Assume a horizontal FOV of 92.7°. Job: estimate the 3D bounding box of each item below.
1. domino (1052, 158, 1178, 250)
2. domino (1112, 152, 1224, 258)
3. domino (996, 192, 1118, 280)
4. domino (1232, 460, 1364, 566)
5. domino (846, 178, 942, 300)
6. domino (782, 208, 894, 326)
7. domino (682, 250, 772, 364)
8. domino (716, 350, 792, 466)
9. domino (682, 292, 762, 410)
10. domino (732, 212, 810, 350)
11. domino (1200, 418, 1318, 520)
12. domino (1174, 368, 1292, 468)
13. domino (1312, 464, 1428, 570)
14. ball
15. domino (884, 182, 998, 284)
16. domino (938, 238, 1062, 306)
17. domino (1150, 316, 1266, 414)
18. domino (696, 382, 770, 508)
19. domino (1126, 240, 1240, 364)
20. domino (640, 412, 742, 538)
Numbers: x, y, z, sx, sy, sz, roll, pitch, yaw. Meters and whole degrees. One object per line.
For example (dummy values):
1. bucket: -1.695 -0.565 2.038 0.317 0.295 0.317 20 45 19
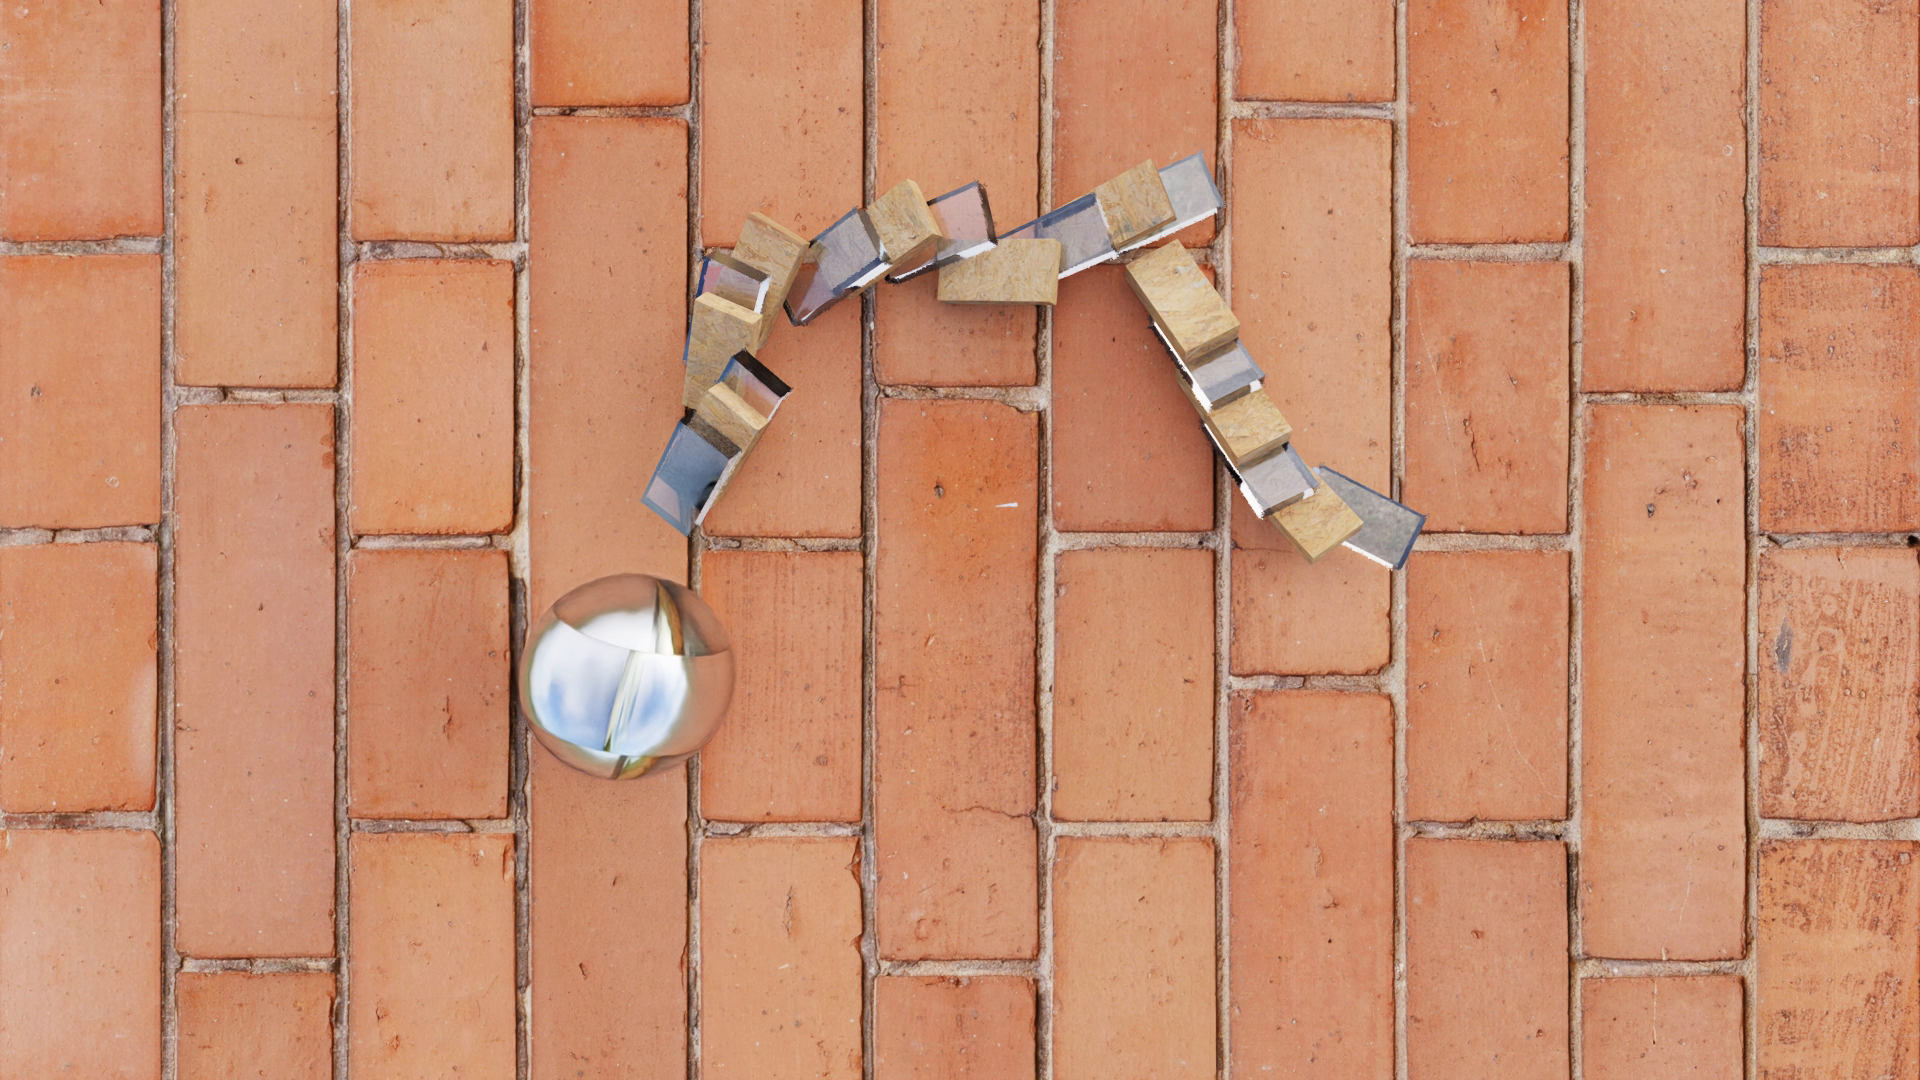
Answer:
1. domino: 0.062 -0.135 0.385 0.050 0.009 0.025 -22 91 23
2. domino: 0.085 -0.144 0.395 0.050 0.009 0.025 -24 90 0
3. domino: 0.038 -0.123 0.386 0.050 0.009 0.025 -18 90 23
4. domino: 0.141 -0.017 0.385 0.025 0.010 0.050 -35 65 1
5. domino: -0.034 -0.125 0.385 0.050 0.009 0.025 -27 88 26
6. domino: -0.055 -0.114 0.385 0.050 0.009 0.025 -26 90 26
7. domino: -0.098 -0.091 0.382 0.025 0.009 0.050 25 124 0
8. domino: -0.093 -0.052 0.380 0.025 0.010 0.050 40 127 -4
9. domino: -0.099 -0.074 0.381 0.025 0.009 0.050 23 128 2
10. domino: -0.085 -0.108 0.385 0.025 0.009 0.050 31 114 0
11. domino: 0.125 -0.036 0.385 0.025 0.009 0.050 -26 65 0
12. domino: 0.114 -0.058 0.386 0.025 0.010 0.050 -26 66 0
13. domino: 0.171 -0.010 0.395 0.050 0.009 0.025 27 90 0
14. ball: -0.129 0.053 0.360 0.080 0.080 0.080 0 90 0
15. domino: -0.011 -0.128 0.384 0.050 0.009 0.025 -13 89 27
16. domino: 0.016 -0.112 0.385 0.050 0.010 0.025 7 97 22
17. domino: 0.103 -0.080 0.386 0.025 0.010 0.050 -27 67 0
18. domino: -0.102 -0.039 0.381 0.025 0.009 0.050 39 127 -4
19. domino: 0.093 -0.101 0.385 0.025 0.009 0.050 -27 67 0
20. domino: -0.112 -0.027 0.381 0.025 0.009 0.050 38 127 -3
